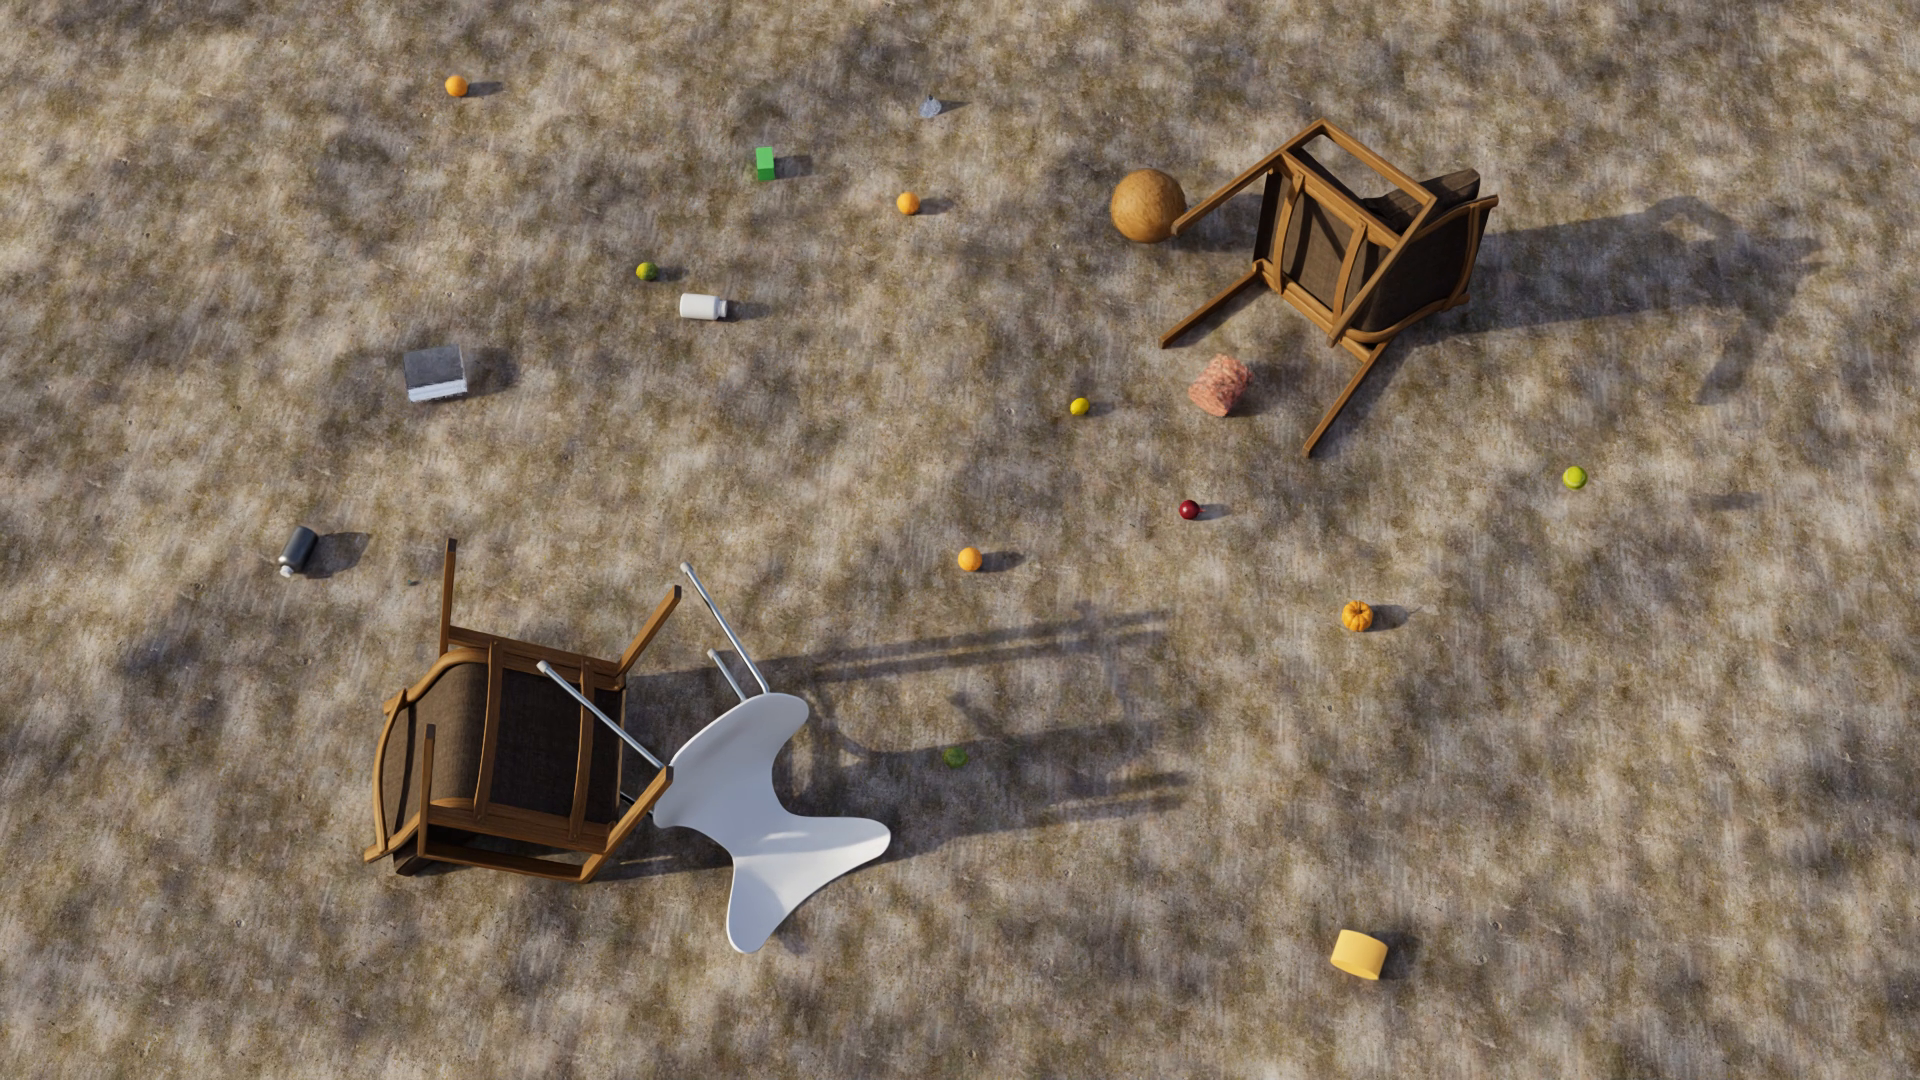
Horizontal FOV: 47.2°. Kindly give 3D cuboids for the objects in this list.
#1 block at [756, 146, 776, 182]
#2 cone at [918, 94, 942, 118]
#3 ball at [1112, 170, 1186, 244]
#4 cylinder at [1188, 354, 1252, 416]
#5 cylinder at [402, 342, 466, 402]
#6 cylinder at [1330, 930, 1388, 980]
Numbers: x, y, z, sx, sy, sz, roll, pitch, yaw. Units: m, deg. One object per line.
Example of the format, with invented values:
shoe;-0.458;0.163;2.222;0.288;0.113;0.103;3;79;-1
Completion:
block;-0.654;-1.263;7.387;0.055;0.058;0.097;-5;56;-4
cone;-0.103;-1.506;7.544;0.073;0.067;0.096;22;59;14
ball;0.614;-1.084;7.156;0.242;0.242;0.242;0;56;0
cylinder;0.811;-0.484;6.845;0.138;0.088;0.163;32;62;15
cylinder;-1.645;-0.526;6.883;0.176;0.072;0.192;-12;58;-8
cylinder;1.054;1.094;5.804;0.130;0.058;0.092;19;58;13
